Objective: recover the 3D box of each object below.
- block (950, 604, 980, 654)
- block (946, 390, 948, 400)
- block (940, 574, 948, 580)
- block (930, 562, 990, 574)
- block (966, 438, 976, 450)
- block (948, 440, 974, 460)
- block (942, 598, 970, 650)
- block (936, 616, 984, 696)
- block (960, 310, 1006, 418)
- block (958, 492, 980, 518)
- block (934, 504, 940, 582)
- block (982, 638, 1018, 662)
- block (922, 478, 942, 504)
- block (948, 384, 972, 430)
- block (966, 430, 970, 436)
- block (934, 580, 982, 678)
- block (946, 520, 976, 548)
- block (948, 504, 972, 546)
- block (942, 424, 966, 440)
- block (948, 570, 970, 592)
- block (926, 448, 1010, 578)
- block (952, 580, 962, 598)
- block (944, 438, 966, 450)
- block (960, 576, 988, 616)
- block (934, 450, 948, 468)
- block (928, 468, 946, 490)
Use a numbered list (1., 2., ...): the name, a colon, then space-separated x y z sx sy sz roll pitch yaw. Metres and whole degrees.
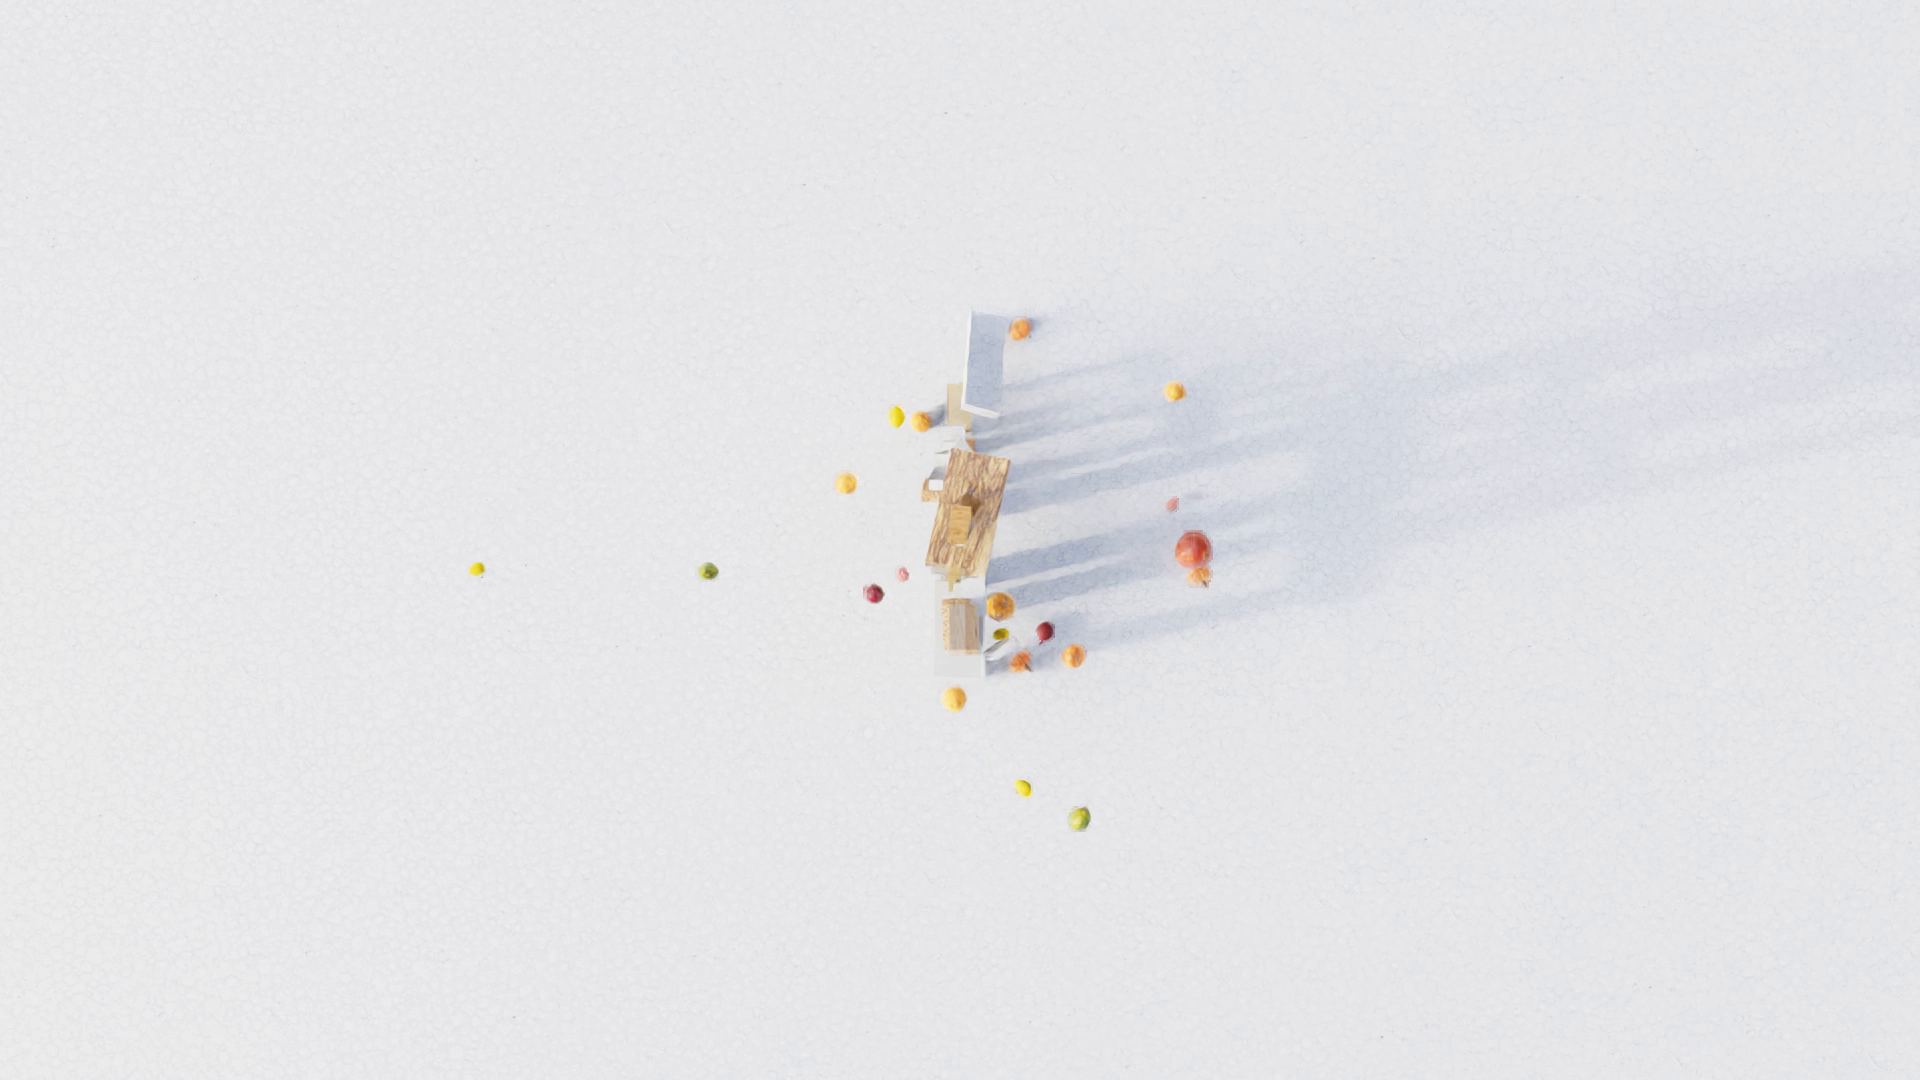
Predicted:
1. block: 0.011 0.242 4.471 0.078 0.022 0.157 -1 48 0
2. block: -0.005 -0.470 5.423 0.076 0.152 0.022 0 84 0
3. block: 0.003 0.024 4.728 0.113 0.032 0.226 1 89 0
4. block: -0.002 0.050 4.548 0.162 0.323 0.046 1 81 0
5. block: -0.002 -0.238 5.303 0.092 0.026 0.184 3 90 0
6. block: 0.040 -0.159 4.722 0.046 0.467 0.162 -44 83 -8
7. block: -0.009 0.234 4.573 0.078 0.022 0.157 0 122 2
8. block: 0.001 0.337 5.178 0.150 0.043 0.301 0 90 0
9. block: 0.077 -0.574 5.361 0.120 0.034 0.399 14 55 -14
10. block: 0.022 -0.093 4.325 0.050 0.100 0.014 31 113 1
11. block: 0.001 0.023 5.154 0.162 0.046 0.323 0 90 0
12. block: 0.113 0.310 4.678 0.078 0.157 0.022 -35 93 -8
13. block: -0.054 -0.155 5.126 0.120 0.240 0.034 0 103 1
14. block: -0.002 -0.430 5.330 0.076 0.022 0.152 -1 83 0
15. block: -0.005 -0.360 5.424 0.076 0.152 0.022 0 90 0
16. block: -0.005 0.251 4.646 0.135 0.038 0.269 1 90 0
17. block: 0.003 -0.023 4.313 0.050 0.100 0.014 23 129 2
18. block: -0.001 -0.039 4.266 0.050 0.014 0.100 8 86 1
19. block: -0.014 -0.296 5.257 0.069 0.020 0.139 -5 110 0
20. block: 0.001 0.107 4.564 0.065 0.130 0.018 2 62 0
21. block: 0.022 -0.073 4.392 0.162 0.046 0.323 12 73 3
22. block: 0.007 0.173 4.580 0.065 0.018 0.130 7 122 -8
23. block: -0.009 -0.253 5.241 0.069 0.020 0.139 -5 120 7
24. block: 0.040 0.155 4.549 0.065 0.018 0.130 -6 123 -1
25. block: -0.034 -0.218 5.241 0.069 0.020 0.139 -6 120 9
26. block: -0.028 -0.189 5.108 0.120 0.240 0.034 0 101 4
